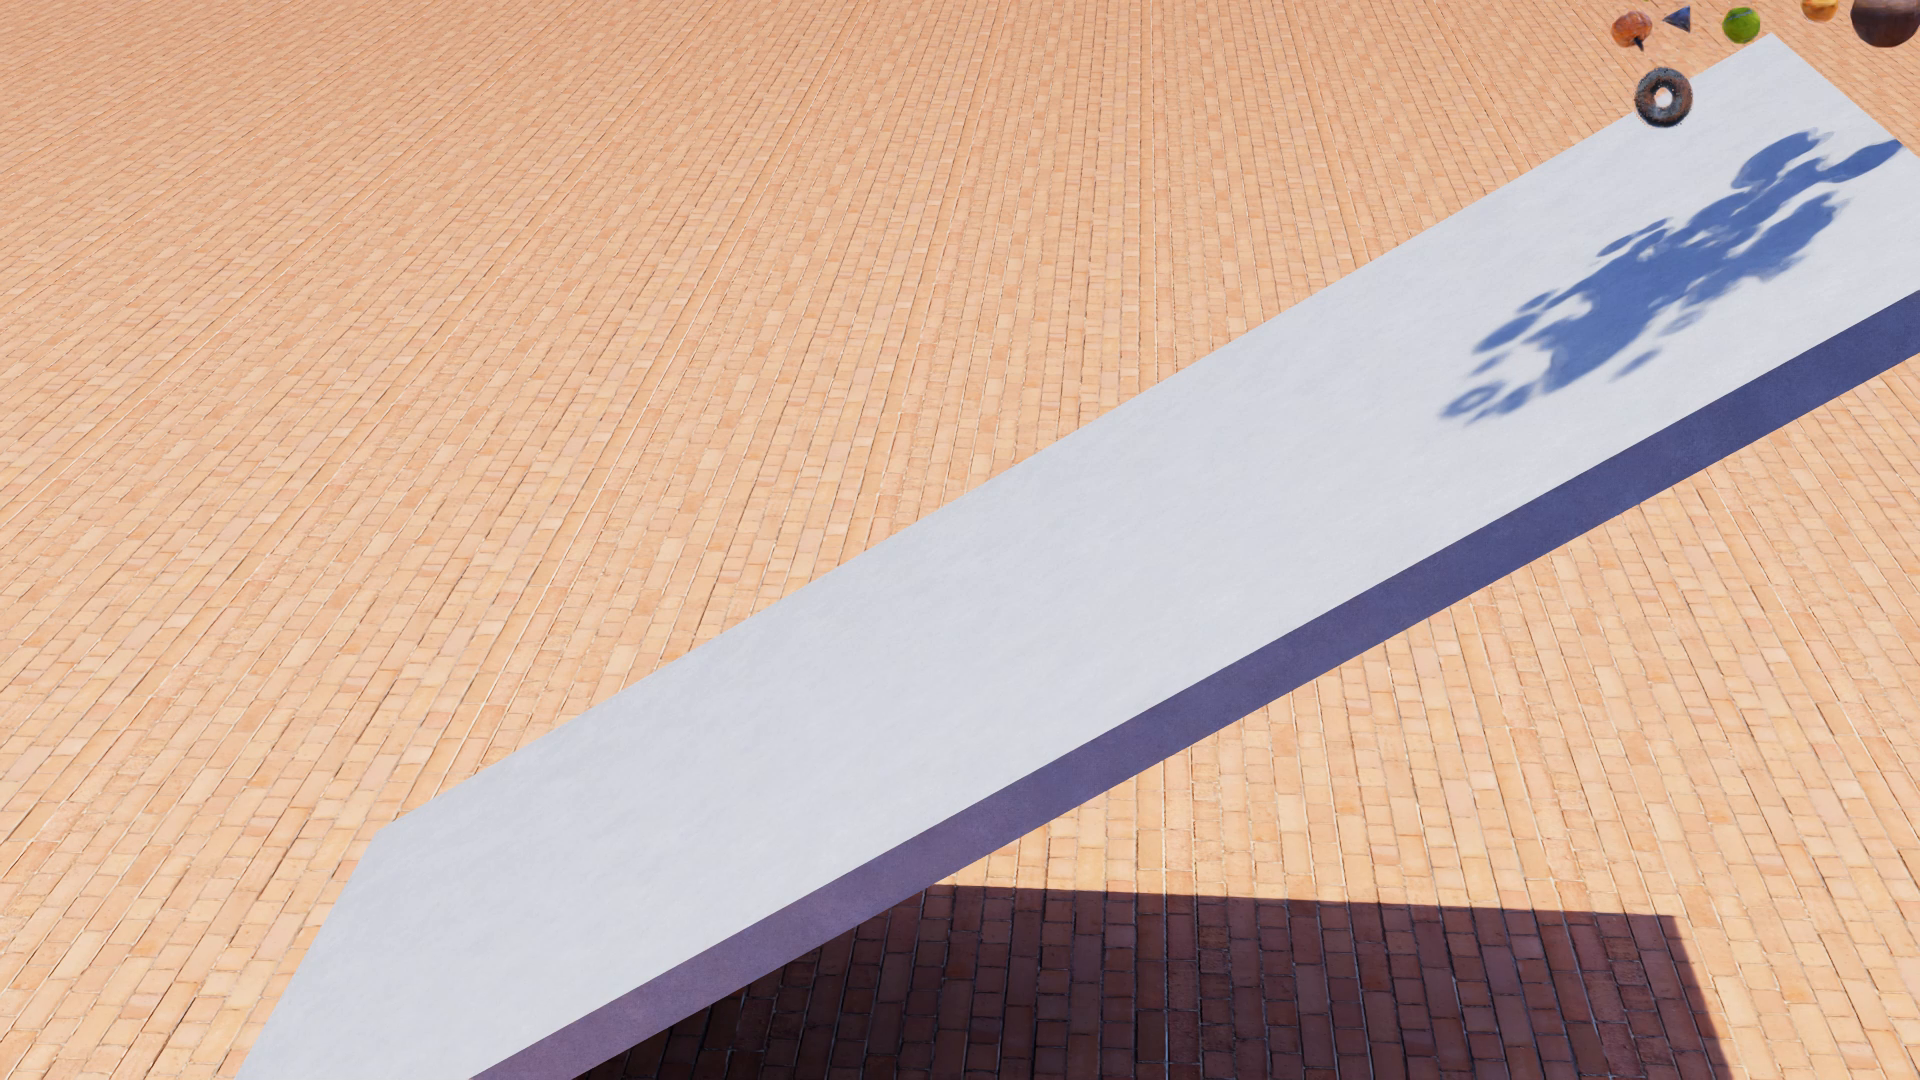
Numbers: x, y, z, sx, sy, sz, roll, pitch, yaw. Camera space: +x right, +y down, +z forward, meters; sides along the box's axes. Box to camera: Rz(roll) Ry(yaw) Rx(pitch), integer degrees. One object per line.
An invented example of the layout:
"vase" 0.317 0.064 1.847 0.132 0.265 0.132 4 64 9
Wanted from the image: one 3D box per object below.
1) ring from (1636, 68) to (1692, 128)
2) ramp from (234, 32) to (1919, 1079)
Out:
"ring" 1.342 -0.843 5.610 0.116 0.116 0.039 15 20 36
"ramp" 0.141 0.169 6.290 4.000 0.100 2.000 -30 15 13
